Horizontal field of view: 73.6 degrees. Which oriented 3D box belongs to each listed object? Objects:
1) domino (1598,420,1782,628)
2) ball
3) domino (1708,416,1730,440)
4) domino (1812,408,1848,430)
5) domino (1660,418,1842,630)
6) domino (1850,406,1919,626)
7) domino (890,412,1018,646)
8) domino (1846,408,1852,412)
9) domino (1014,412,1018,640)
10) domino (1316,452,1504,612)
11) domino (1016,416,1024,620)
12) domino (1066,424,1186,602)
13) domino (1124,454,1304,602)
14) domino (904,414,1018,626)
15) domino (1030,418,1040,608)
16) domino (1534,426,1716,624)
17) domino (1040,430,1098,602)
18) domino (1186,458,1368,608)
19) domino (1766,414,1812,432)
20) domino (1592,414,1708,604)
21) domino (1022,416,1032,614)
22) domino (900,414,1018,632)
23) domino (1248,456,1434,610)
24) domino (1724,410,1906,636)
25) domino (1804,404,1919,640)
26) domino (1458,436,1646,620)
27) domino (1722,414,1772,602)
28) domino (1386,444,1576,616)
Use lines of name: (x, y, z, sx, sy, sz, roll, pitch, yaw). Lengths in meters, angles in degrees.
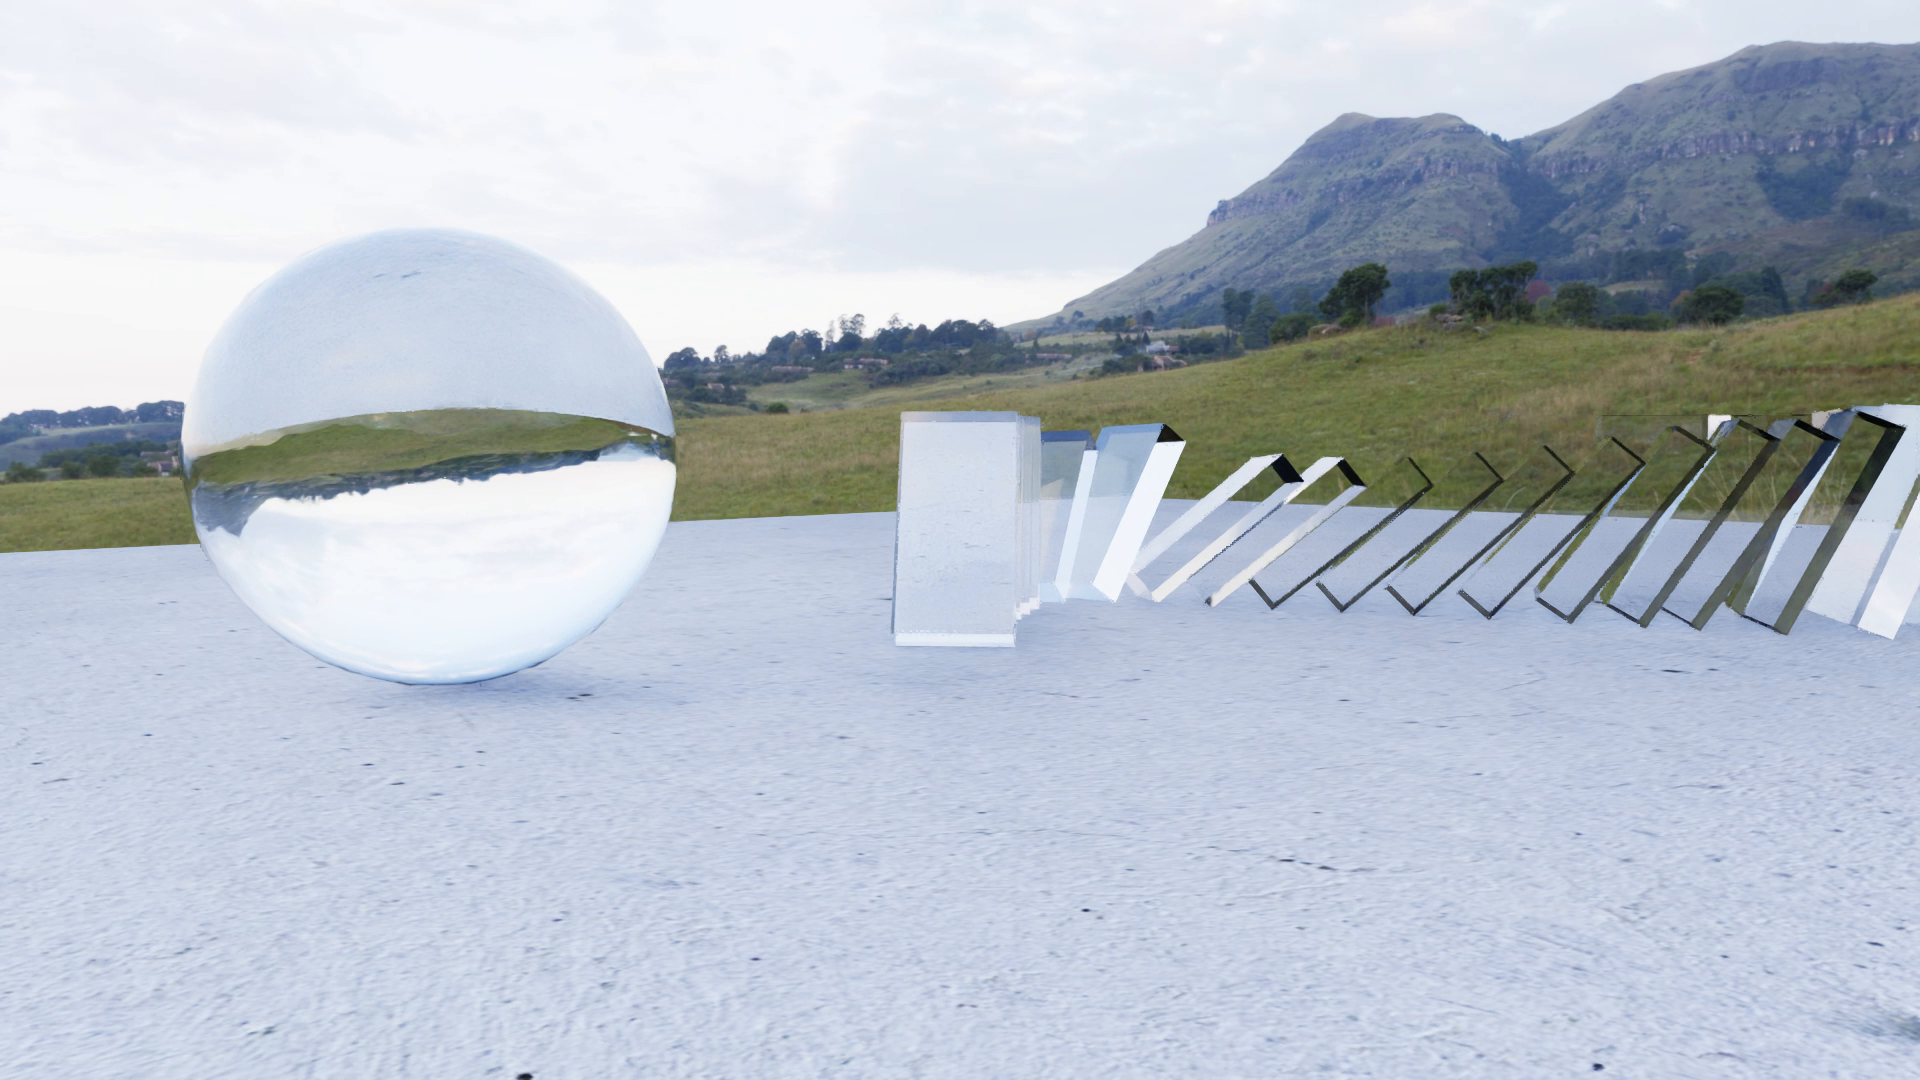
domino: (0.171, -0.004, 0.302, 0.010, 0.050, 0.025, 33, 16, 17)
ball: (-0.091, -0.014, 0.226, 0.080, 0.080, 0.080, 0, 4, 0)
domino: (0.196, -0.009, 0.354, 0.009, 0.050, 0.025, -2, 5, -25)
domino: (0.233, -0.008, 0.329, 0.025, 0.050, 0.009, 1, -1, -9)
domino: (0.181, -0.004, 0.298, 0.009, 0.050, 0.025, 33, 16, 17)
domino: (0.221, -0.006, 0.300, 0.010, 0.050, 0.025, 10, -2, -42)
domino: (-0.001, -0.003, 0.274, 0.025, 0.050, 0.009, 0, -20, 4)
domino: (0.229, -0.006, 0.312, 0.025, 0.050, 0.009, 4, 1, 31)
domino: (0.000, -0.004, 0.284, 0.025, 0.050, 0.010, 0, -20, 4)
domino: (0.114, -0.002, 0.328, 0.050, 0.010, 0.025, -43, -9, 16)
domino: (0.003, -0.006, 0.315, 0.025, 0.050, 0.009, 0, -20, 4)
domino: (0.041, -0.008, 0.354, 0.010, 0.050, 0.025, 35, -18, -31)
domino: (0.067, -0.003, 0.347, 0.050, 0.009, 0.025, -39, 4, -3)
domino: (0.001, -0.005, 0.305, 0.025, 0.050, 0.010, 0, -20, 4)
domino: (0.008, -0.007, 0.336, 0.025, 0.050, 0.009, 0, -20, 4)
domino: (0.158, -0.004, 0.308, 0.009, 0.050, 0.025, 38, 17, 16)
domino: (0.021, -0.007, 0.353, 0.025, 0.050, 0.010, 0, -33, 25)
domino: (0.082, -0.002, 0.341, 0.050, 0.010, 0.025, -39, 1, 6)
domino: (0.226, -0.008, 0.343, 0.025, 0.050, 0.009, -3, 5, -33)
domino: (0.183, -0.008, 0.342, 0.025, 0.050, 0.009, 1, 5, 16)
domino: (0.006, -0.007, 0.326, 0.025, 0.050, 0.010, 0, -20, 4)
domino: (0.000, -0.004, 0.295, 0.025, 0.050, 0.009, 0, -20, 4)
domino: (0.099, -0.002, 0.334, 0.050, 0.010, 0.025, -40, -7, 14)
domino: (0.193, -0.004, 0.292, 0.009, 0.050, 0.025, 27, 14, 19)
domino: (0.208, -0.005, 0.288, 0.009, 0.050, 0.025, 19, 10, 6)
domino: (0.144, -0.003, 0.315, 0.009, 0.050, 0.025, 44, 19, 14)
domino: (0.213, -0.009, 0.355, 0.009, 0.050, 0.025, 1, 4, 13)
domino: (0.130, -0.003, 0.322, 0.010, 0.050, 0.025, 47, 18, 11)
